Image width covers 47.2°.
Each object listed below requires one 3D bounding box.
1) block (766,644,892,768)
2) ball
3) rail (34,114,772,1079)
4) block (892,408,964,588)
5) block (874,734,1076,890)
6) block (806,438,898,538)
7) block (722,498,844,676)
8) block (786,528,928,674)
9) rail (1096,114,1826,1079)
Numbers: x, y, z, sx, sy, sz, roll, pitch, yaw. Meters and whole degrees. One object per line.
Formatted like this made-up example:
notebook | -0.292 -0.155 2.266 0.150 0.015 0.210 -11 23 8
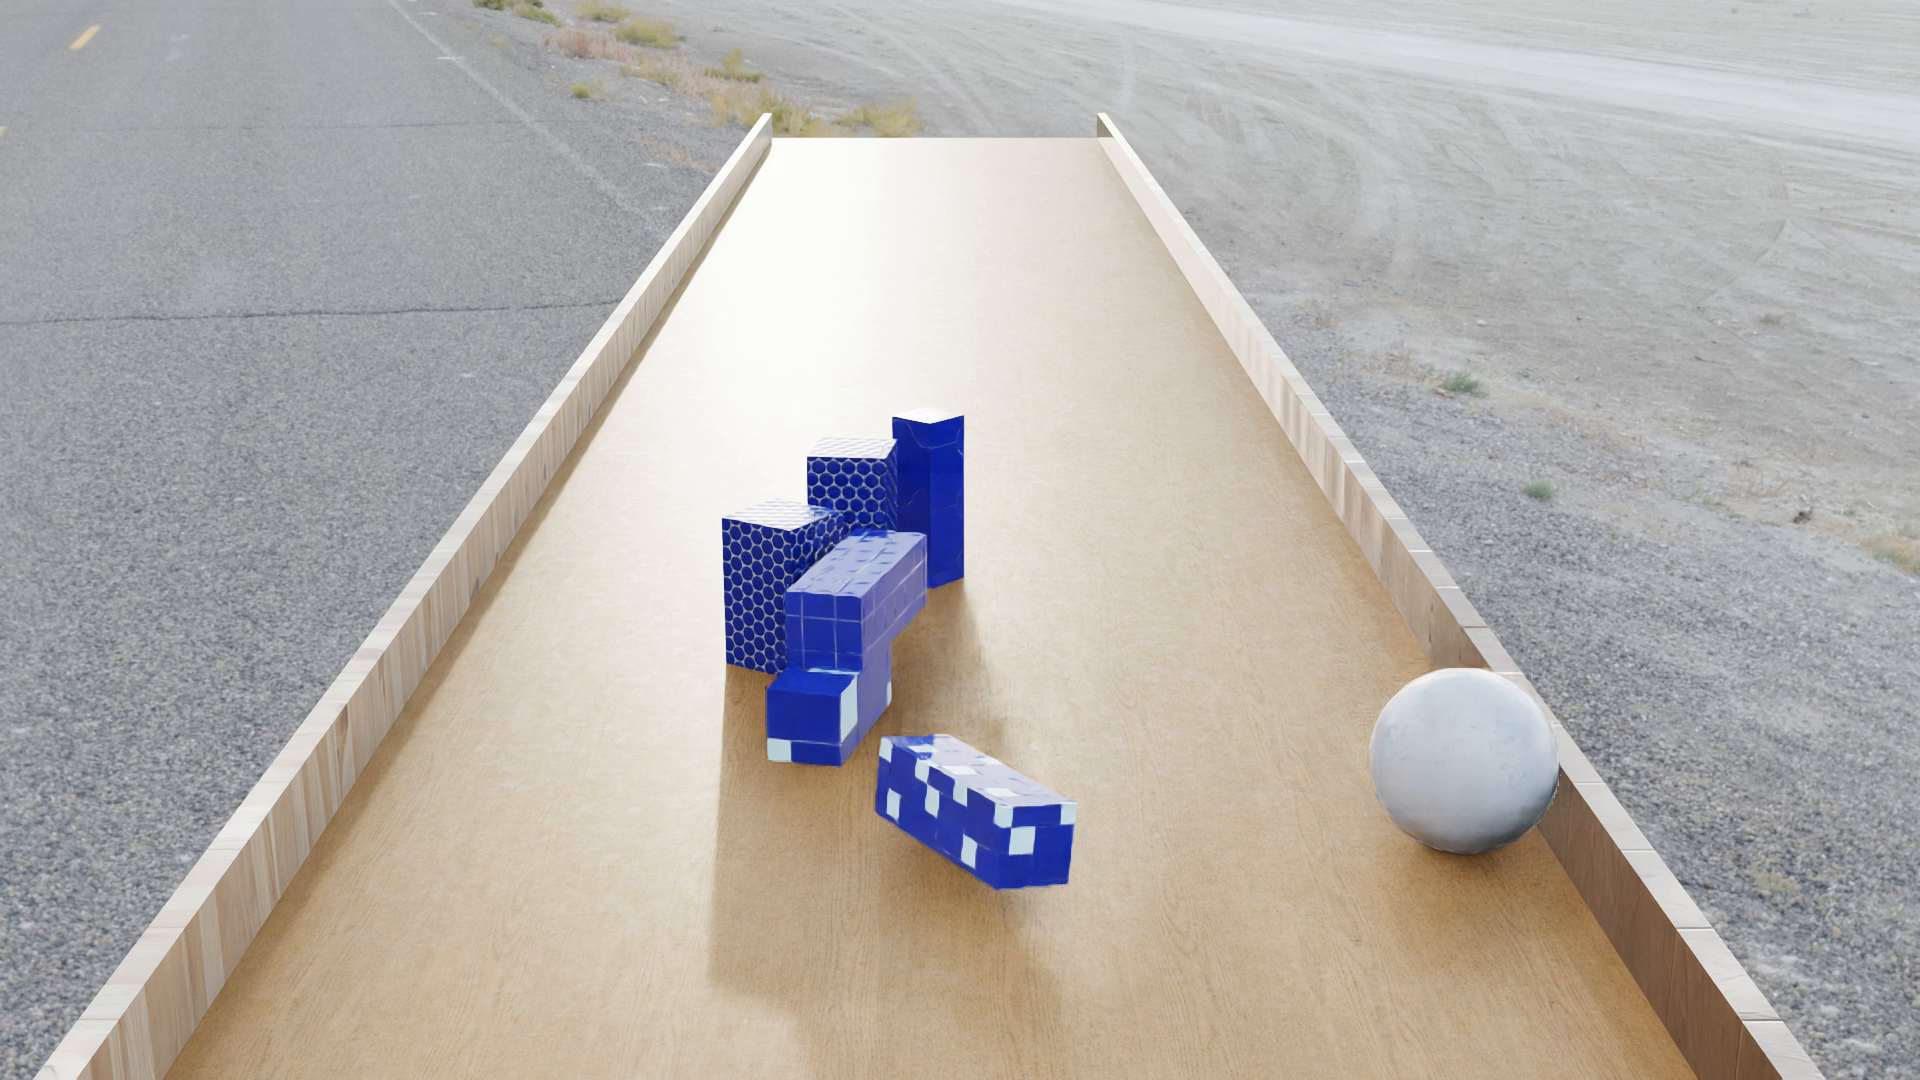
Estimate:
block | -0.236 0.286 4.032 0.134 0.134 0.339 4 17 13
ball | 0.805 0.352 3.521 0.298 0.298 0.298 0 17 0
rail | -1.118 -0.838 7.780 0.050 0.150 12.000 0 17 -1
block | -0.070 -0.094 4.884 0.113 0.376 0.113 14 22 39
block | 0.017 0.415 3.414 0.124 0.124 0.401 1 10 -29
block | -0.224 -0.017 4.640 0.164 0.367 0.164 2 17 7
block | -0.350 0.094 4.378 0.170 0.303 0.170 11 20 32
block | -0.189 0.108 4.138 0.143 0.143 0.408 5 18 15
rail | 0.932 -0.844 7.801 0.050 0.150 12.000 0 17 -1
